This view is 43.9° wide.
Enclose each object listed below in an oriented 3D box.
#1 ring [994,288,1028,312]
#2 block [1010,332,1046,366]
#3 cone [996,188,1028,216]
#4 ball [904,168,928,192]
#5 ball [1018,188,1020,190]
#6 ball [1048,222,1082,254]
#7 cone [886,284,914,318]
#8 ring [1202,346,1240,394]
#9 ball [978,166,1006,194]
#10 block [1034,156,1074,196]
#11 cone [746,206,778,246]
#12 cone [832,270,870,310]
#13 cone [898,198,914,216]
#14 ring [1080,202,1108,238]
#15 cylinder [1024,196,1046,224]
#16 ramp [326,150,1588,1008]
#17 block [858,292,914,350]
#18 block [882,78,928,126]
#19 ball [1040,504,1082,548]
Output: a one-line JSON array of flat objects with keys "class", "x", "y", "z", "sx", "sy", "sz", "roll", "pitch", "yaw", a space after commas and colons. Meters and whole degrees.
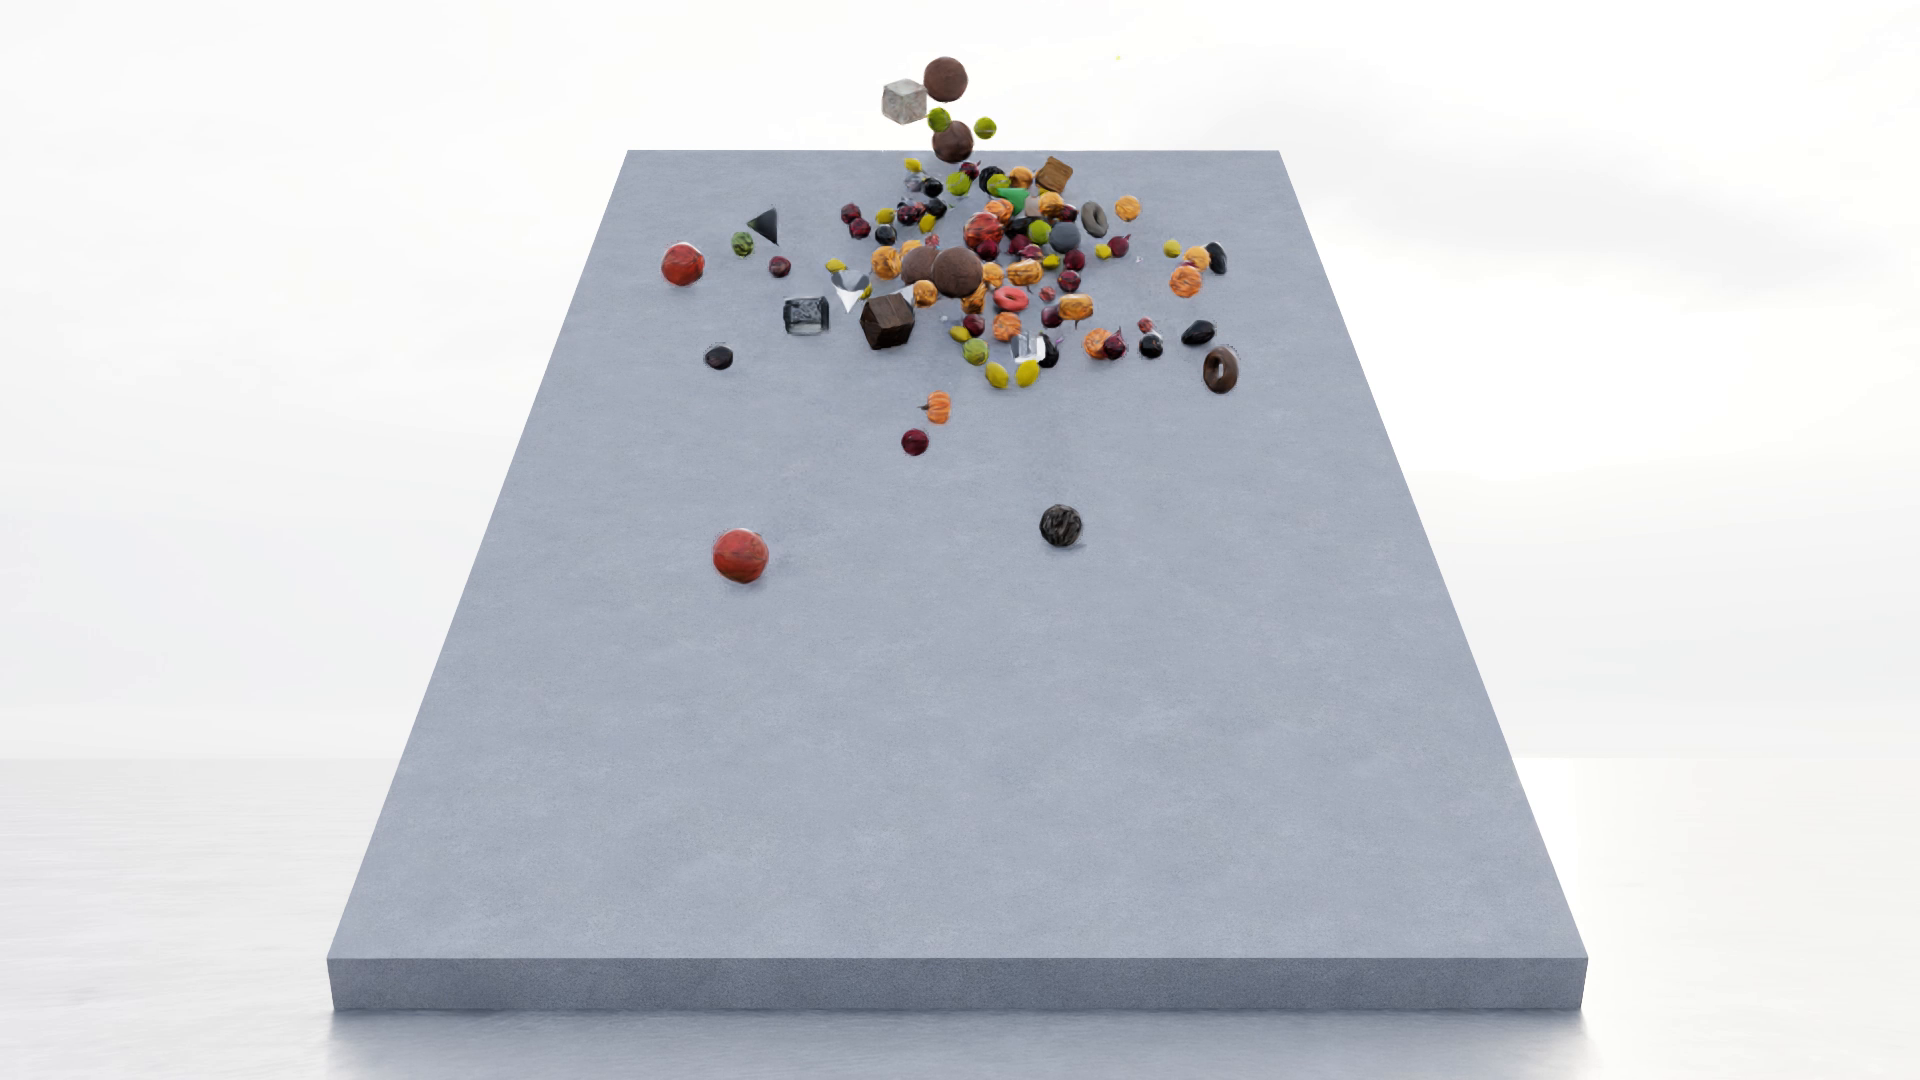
[{"class": "ring", "x": 0.132, "y": -0.624, "z": 6.173, "sx": 0.093, "sy": 0.031, "sz": 0.093, "roll": 8, "pitch": 37, "yaw": -6}, {"class": "block", "x": 0.163, "y": -0.458, "z": 5.694, "sx": 0.056, "sy": 0.056, "sz": 0.056, "roll": -19, "pitch": -23, "yaw": 38}, {"class": "cone", "x": 0.134, "y": -0.971, "z": 6.717, "sx": 0.085, "sy": 0.085, "sz": 0.085, "roll": 27, "pitch": -21, "yaw": -36}, {"class": "ball", "x": -0.128, "y": -1.051, "z": 6.953, "sx": 0.072, "sy": 0.072, "sz": 0.072, "roll": 0, "pitch": -5, "yaw": 0}, {"class": "ball", "x": 0.168, "y": -0.979, "z": 6.836, "sx": 0.056, "sy": 0.056, "sz": 0.056, "roll": 0, "pitch": -5, "yaw": 0}, {"class": "ball", "x": 0.283, "y": -0.815, "z": 6.423, "sx": 0.087, "sy": 0.087, "sz": 0.087, "roll": 0, "pitch": -5, "yaw": 0}, {"class": "cone", "x": -0.137, "y": -0.614, "z": 6.001, "sx": 0.094, "sy": 0.094, "sz": 0.094, "roll": 20, "pitch": -36, "yaw": 15}, {"class": "ring", "x": 0.618, "y": -0.402, "z": 5.644, "sx": 0.038, "sy": 0.115, "sz": 0.115, "roll": -1, "pitch": -4, "yaw": -32}, {"class": "ball", "x": 0.094, "y": -1.046, "z": 6.925, "sx": 0.082, "sy": 0.082, "sz": 0.082, "roll": 0, "pitch": -5, "yaw": 0}, {"class": "block", "x": 0.264, "y": -1.018, "z": 6.665, "sx": 0.080, "sy": 0.080, "sz": 0.080, "roll": 30, "pitch": 3, "yaw": -2}, {"class": "cone", "x": -0.518, "y": -0.839, "z": 6.466, "sx": 0.097, "sy": 0.097, "sz": 0.097, "roll": -29, "pitch": 9, "yaw": 5}, {"class": "cone", "x": -0.279, "y": -0.614, "z": 5.998, "sx": 0.096, "sy": 0.096, "sz": 0.096, "roll": 1, "pitch": -49, "yaw": -8}, {"class": "cone", "x": -0.141, "y": -0.955, "z": 6.753, "sx": 0.055, "sy": 0.055, "sz": 0.055, "roll": 23, "pitch": -30, "yaw": 14}, {"class": "ring", "x": 0.367, "y": -0.874, "z": 6.501, "sx": 0.035, "sy": 0.106, "sz": 0.106, "roll": -19, "pitch": -15, "yaw": 33}, {"class": "cylinder", "x": 0.210, "y": -0.923, "z": 6.651, "sx": 0.060, "sy": 0.060, "sz": 0.060, "roll": 4, "pitch": -12, "yaw": 1}, {"class": "ramp", "x": -0.011, "y": -0.224, "z": 5.565, "sx": 2.000, "sy": 0.100, "sz": 4.000, "roll": 0, "pitch": 28, "yaw": 0}, {"class": "block", "x": -0.183, "y": -0.543, "z": 5.925, "sx": 0.093, "sy": 0.093, "sz": 0.093, "roll": -14, "pitch": -26, "yaw": -24}, {"class": "block", "x": -0.151, "y": -1.197, "z": 6.502, "sx": 0.088, "sy": 0.088, "sz": 0.088, "roll": -24, "pitch": 42, "yaw": -33}, {"class": "ball", "x": 0.212, "y": -0.030, "z": 4.993, "sx": 0.089, "sy": 0.089, "sz": 0.089, "roll": 0, "pitch": -5, "yaw": 0}]
